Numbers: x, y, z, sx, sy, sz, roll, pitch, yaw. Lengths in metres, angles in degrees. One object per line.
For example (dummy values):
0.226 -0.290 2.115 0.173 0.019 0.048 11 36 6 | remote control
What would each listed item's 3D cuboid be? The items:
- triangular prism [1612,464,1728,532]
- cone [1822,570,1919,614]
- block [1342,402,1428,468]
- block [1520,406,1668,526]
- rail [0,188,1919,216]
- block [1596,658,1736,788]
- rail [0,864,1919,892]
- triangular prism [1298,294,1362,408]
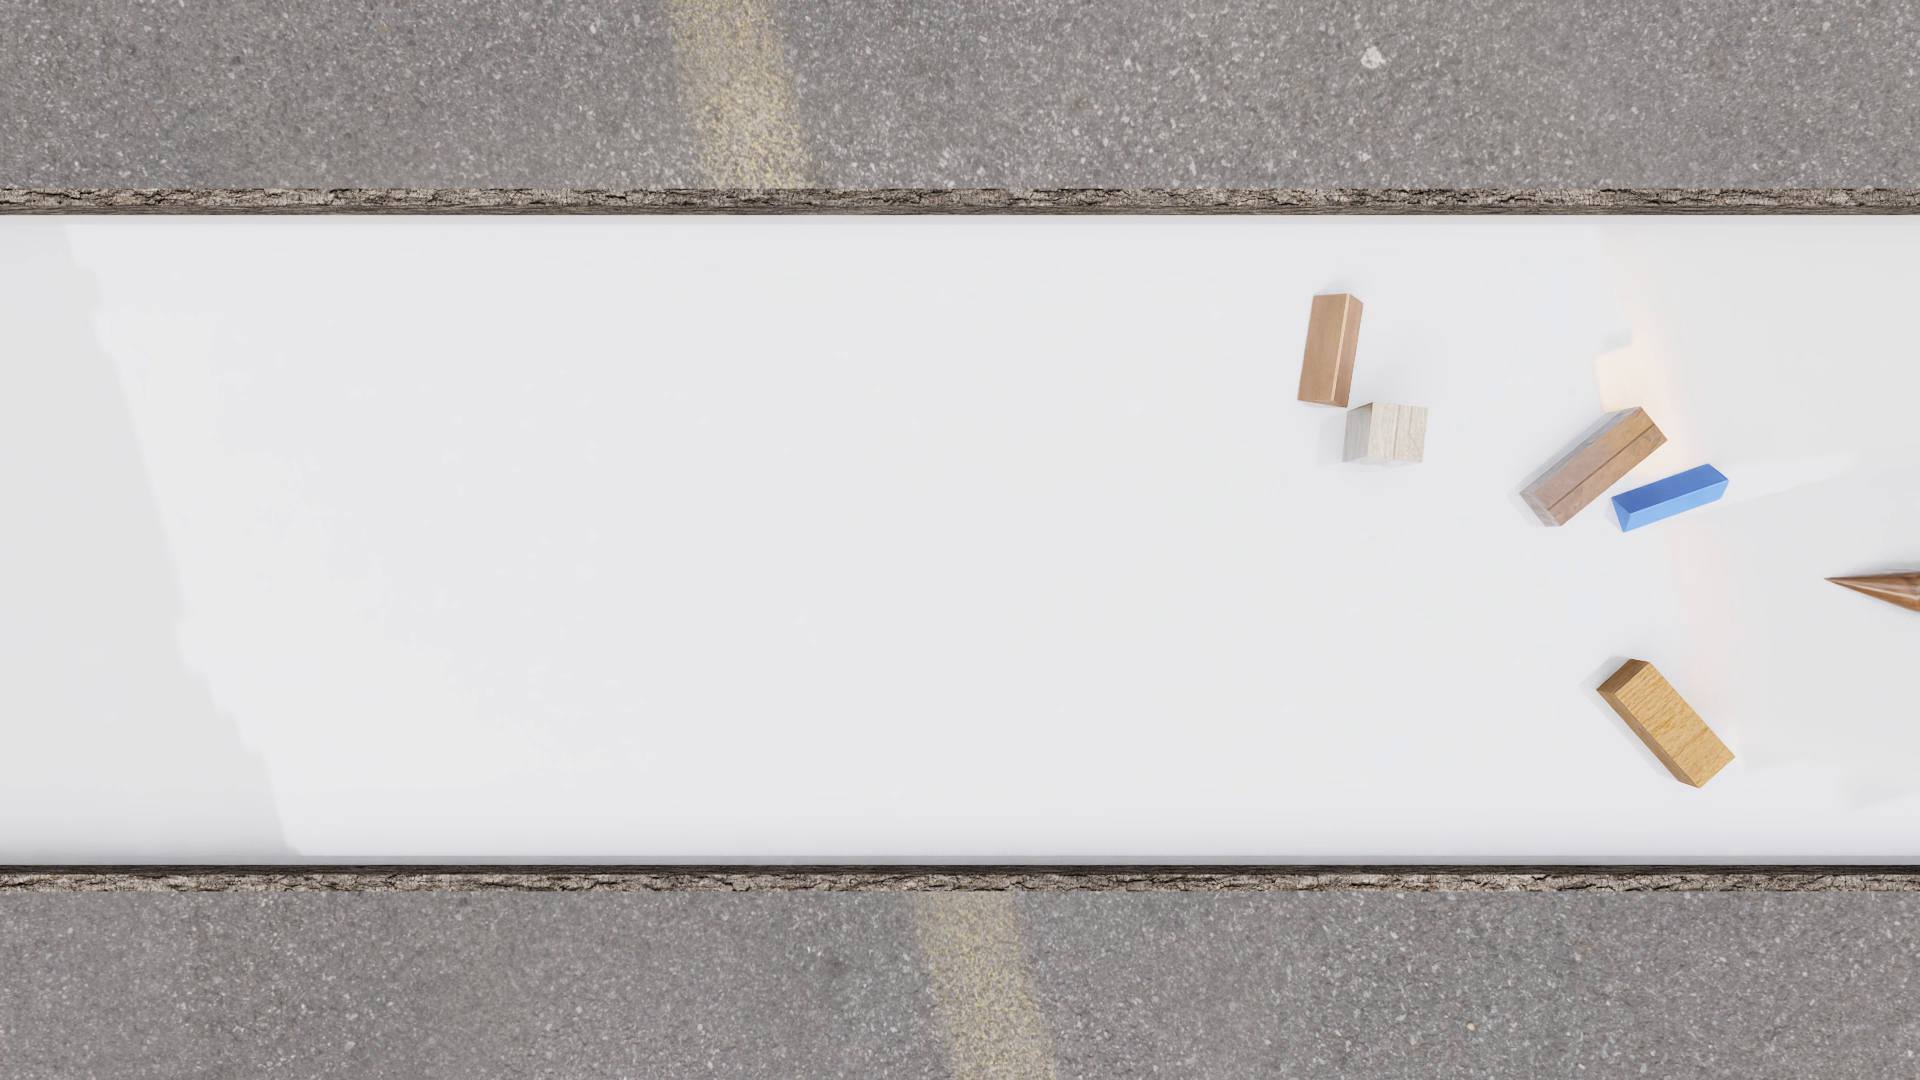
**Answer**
2.171 -0.128 5.025 0.316 0.098 0.113 -19 90 0 | triangular prism
2.813 0.142 5.037 0.337 0.162 0.162 8 90 14 | cone
1.259 -0.309 4.904 0.159 0.342 0.159 6 90 1 | block
1.922 -0.221 5.011 0.412 0.131 0.131 -39 90 0 | block
-2.247 -1.025 5.002 12.000 0.150 0.050 0 90 0 | rail
2.139 0.554 5.005 0.144 0.144 0.381 -42 90 0 | block
-2.247 1.025 5.001 12.000 0.150 0.050 0 90 0 | rail
1.139 -0.579 5.007 0.152 0.132 0.324 9 90 0 | triangular prism
